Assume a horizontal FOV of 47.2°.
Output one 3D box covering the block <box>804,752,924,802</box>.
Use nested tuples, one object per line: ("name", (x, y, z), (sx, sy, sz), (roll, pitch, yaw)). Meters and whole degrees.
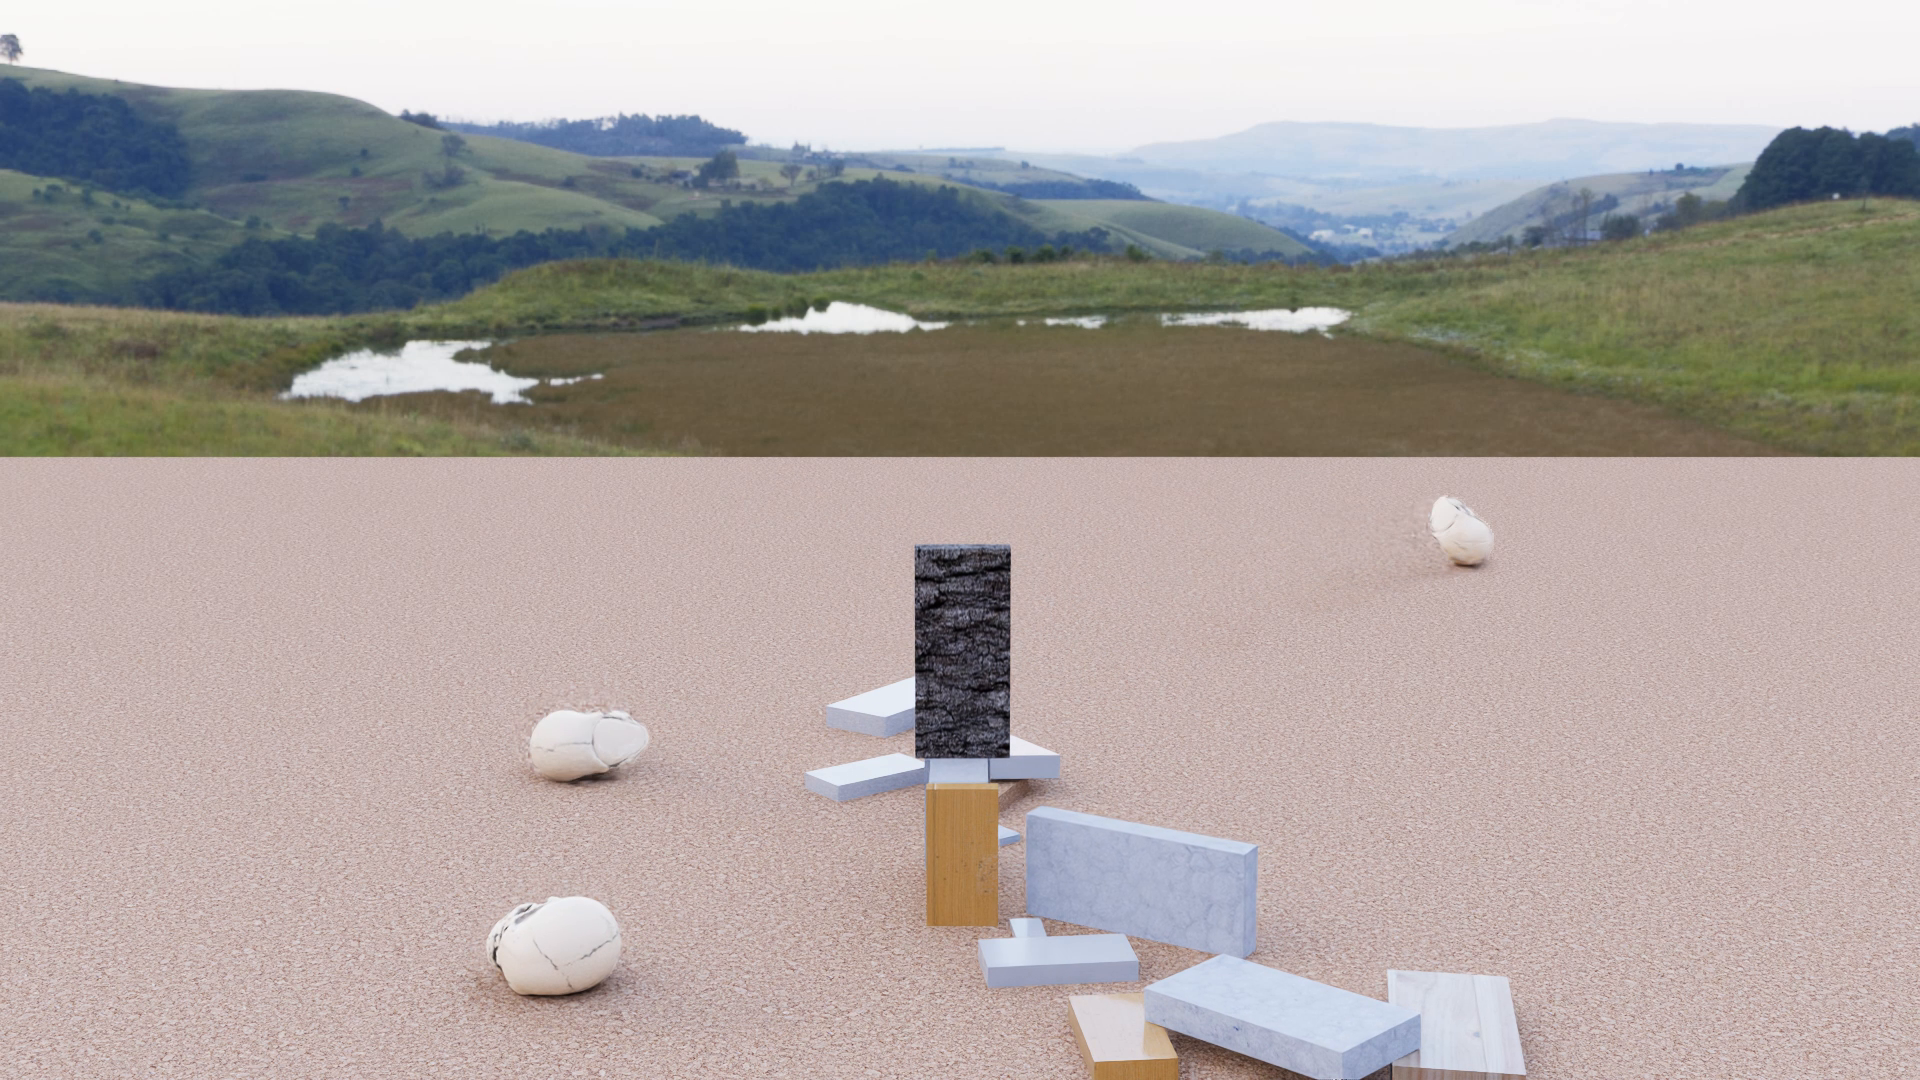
("block", (-0.177, 0.461, 4.278), (0.225, 0.032, 0.113), (-8, 13, -37))

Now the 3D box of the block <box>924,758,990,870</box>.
("block", (-0.004, 0.454, 3.786), (0.113, 0.225, 0.032), (0, 11, 0))

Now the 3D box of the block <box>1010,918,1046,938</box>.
("block", (0.109, 0.620, 3.468), (0.049, 0.014, 0.097), (-1, 10, -6))

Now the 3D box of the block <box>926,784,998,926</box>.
("block", (0.004, 0.503, 3.514), (0.114, 0.228, 0.032), (0, 11, 0))

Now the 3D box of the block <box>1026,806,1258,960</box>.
("block", (0.283, 0.539, 3.477), (0.383, 0.171, 0.048), (6, 14, 31))

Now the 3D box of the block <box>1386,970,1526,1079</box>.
("block", (0.679, 0.684, 3.033), (0.171, 0.048, 0.341), (2, 11, 10))

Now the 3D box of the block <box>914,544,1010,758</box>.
("block", (0.004, 0.186, 3.673), (0.159, 0.357, 0.045), (0, 10, 0))

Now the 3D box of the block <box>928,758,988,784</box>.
("block", (-0.002, 0.388, 3.637), (0.095, 0.027, 0.191), (0, 10, 0))

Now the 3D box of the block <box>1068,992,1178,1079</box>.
("block", (0.223, 0.689, 3.048), (0.114, 0.032, 0.228), (-1, 11, -6))

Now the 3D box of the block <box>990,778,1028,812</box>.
("block", (0.037, 0.483, 4.160), (0.113, 0.032, 0.225), (4, 11, 22))

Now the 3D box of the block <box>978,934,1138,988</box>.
("block", (0.147, 0.636, 3.331), (0.228, 0.032, 0.114), (-1, 11, -7))

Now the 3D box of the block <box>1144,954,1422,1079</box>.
("block", (0.435, 0.649, 2.993), (0.171, 0.048, 0.341), (-12, 14, -42))

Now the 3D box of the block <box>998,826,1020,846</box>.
("block", (0.051, 0.526, 3.974), (0.049, 0.014, 0.127), (-8, 13, -37))

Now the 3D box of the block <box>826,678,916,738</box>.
("block", (-0.128, 0.361, 4.779), (0.159, 0.045, 0.318), (7, 13, 35))

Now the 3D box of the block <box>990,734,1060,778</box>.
("block", (0.060, 0.420, 4.330), (0.159, 0.045, 0.318), (2, 3, -21))
